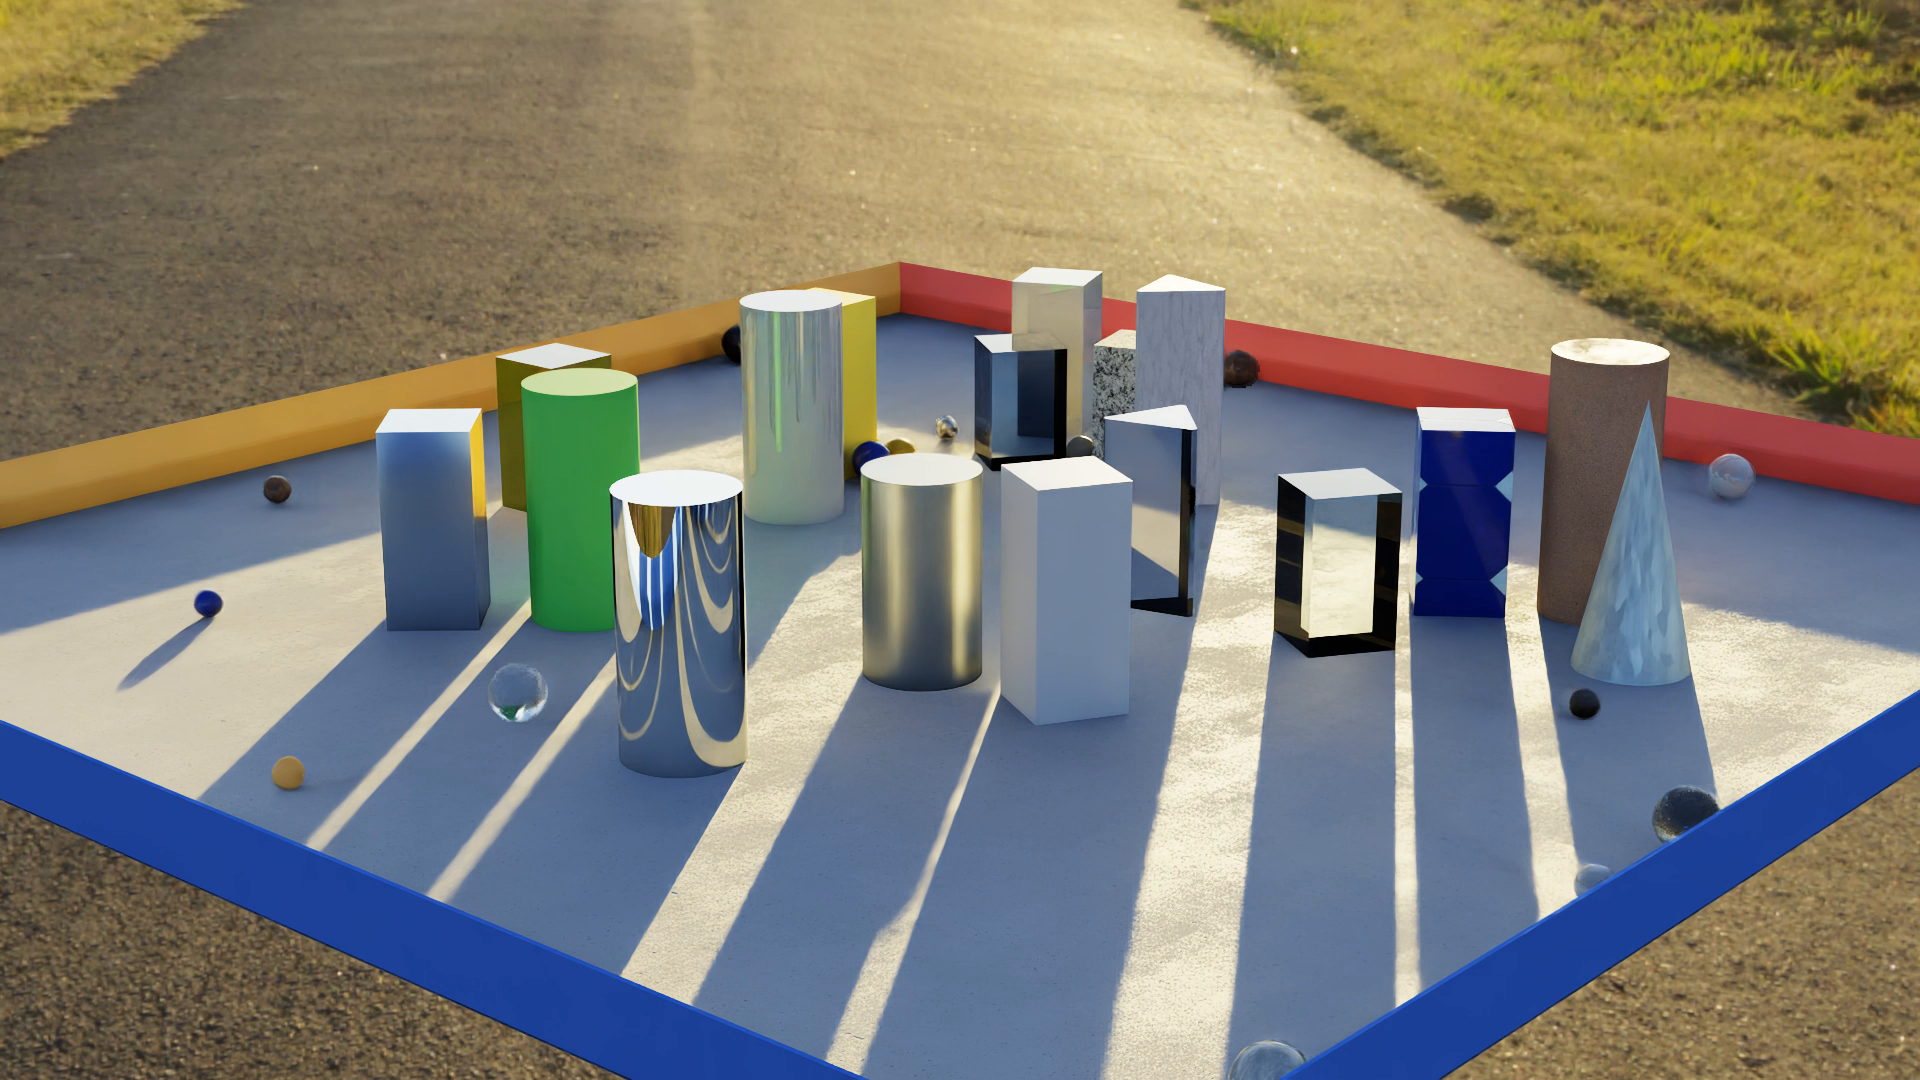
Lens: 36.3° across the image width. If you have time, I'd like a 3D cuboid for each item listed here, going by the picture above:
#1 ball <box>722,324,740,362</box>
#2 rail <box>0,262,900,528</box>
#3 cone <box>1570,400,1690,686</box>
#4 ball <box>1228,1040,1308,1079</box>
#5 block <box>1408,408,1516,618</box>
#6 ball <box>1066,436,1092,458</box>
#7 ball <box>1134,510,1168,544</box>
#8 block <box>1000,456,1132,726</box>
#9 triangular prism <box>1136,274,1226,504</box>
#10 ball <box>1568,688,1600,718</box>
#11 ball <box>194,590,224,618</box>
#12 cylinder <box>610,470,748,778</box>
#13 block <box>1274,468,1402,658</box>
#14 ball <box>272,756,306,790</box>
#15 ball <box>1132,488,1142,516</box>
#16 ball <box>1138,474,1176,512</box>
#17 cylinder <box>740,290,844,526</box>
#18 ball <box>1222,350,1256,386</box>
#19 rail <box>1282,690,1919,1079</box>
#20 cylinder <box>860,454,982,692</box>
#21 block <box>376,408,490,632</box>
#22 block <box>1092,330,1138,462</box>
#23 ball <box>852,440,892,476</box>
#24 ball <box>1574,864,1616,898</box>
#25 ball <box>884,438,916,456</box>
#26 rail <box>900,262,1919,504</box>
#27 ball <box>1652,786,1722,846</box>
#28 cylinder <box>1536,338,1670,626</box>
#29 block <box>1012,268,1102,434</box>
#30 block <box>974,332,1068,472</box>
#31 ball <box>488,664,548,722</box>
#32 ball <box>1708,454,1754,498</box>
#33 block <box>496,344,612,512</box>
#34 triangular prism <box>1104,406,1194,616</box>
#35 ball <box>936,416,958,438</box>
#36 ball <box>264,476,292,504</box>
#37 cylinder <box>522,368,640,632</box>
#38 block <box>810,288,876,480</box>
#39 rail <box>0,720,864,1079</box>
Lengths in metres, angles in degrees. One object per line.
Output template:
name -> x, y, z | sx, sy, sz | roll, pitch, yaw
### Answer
ball -> -0.508, -0.457, 6.807 | 0.089, 0.089, 0.089 | 0, 17, 0
rail -> -1.207, -0.271, 6.124 | 0.045, 0.126, 3.276 | 14, 22, 39
cone -> 1.090, -0.009, 4.703 | 0.193, 0.447, 0.193 | 0, 17, 0
ball -> 0.347, 0.606, 3.273 | 0.095, 0.095, 0.095 | 0, 17, 0
block -> 0.860, -0.048, 5.037 | 0.155, 0.328, 0.155 | 1, 17, 5
ball -> 0.245, -0.179, 5.933 | 0.062, 0.062, 0.062 | 0, 17, 0
ball -> 0.354, -0.024, 5.415 | 0.064, 0.064, 0.064 | 0, 17, 0
block -> 0.163, 0.077, 4.542 | 0.155, 0.375, 0.155 | -6, 18, -19
triangular prism -> 0.413, -0.291, 5.679 | 0.167, 0.423, 0.145 | -2, 17, -5
ball -> 0.964, 0.253, 4.527 | 0.047, 0.047, 0.047 | 0, 17, 0
ball -> -1.282, 0.108, 5.003 | 0.048, 0.048, 0.048 | 0, 17, 0
cylinder -> -0.412, 0.122, 4.322 | 0.193, 0.415, 0.193 | 0, 17, 0
block -> 0.624, 0.037, 4.855 | 0.155, 0.271, 0.155 | -5, 17, -15
ball -> -0.972, 0.337, 4.246 | 0.048, 0.048, 0.048 | 0, 17, 0
ball -> 0.321, -0.072, 5.591 | 0.055, 0.055, 0.055 | 0, 17, 0
ball -> 0.376, -0.090, 5.617 | 0.074, 0.074, 0.074 | 0, 17, 0
cylinder -> -0.318, -0.253, 5.571 | 0.193, 0.412, 0.193 | 0, 17, 0
ball -> 0.625, -0.385, 6.579 | 0.082, 0.082, 0.082 | 0, 17, 0
rail -> 1.207, 0.334, 4.117 | 0.045, 0.126, 3.276 | 14, 22, 39
cylinder -> -0.061, 0.050, 4.692 | 0.193, 0.340, 0.193 | 0, 17, 0
block -> -0.889, -0.035, 4.963 | 0.155, 0.346, 0.155 | 0, 17, -2
block -> 0.368, -0.277, 5.916 | 0.155, 0.258, 0.155 | 7, 18, 22
ball -> -0.175, -0.157, 5.827 | 0.080, 0.080, 0.080 | 0, 17, 0
ball -> 0.833, 0.453, 3.843 | 0.058, 0.058, 0.058 | 0, 17, 0
ball -> -0.124, -0.169, 5.881 | 0.072, 0.072, 0.072 | 0, 17, 0
rail -> 1.058, -0.321, 6.287 | 3.245, 0.126, 0.045 | 14, 22, 39
ball -> 0.995, 0.384, 4.011 | 0.094, 0.094, 0.094 | 0, 17, 0
cylinder -> 1.089, -0.097, 4.977 | 0.193, 0.457, 0.193 | 0, 17, 0
block -> 0.206, -0.403, 6.226 | 0.155, 0.320, 0.155 | 5, 18, 17
block -> 0.122, -0.282, 5.956 | 0.155, 0.245, 0.155 | -4, 17, -12
ball -> -0.681, 0.235, 4.509 | 0.091, 0.091, 0.091 | 0, 17, 0
ball -> 1.499, -0.124, 5.706 | 0.088, 0.088, 0.088 | 0, 17, 0
block -> -0.775, -0.210, 5.629 | 0.155, 0.295, 0.155 | 14, 21, 38
triangular prism -> 0.353, -0.057, 5.062 | 0.167, 0.331, 0.145 | 9, 19, 26
ball -> -0.026, -0.236, 6.147 | 0.046, 0.046, 0.046 | 0, 17, 0
ball -> -1.322, -0.098, 5.679 | 0.054, 0.054, 0.054 | 0, 17, 0
cylinder -> -0.637, -0.069, 4.964 | 0.193, 0.410, 0.193 | 0, 17, 0
block -> -0.276, -0.309, 5.856 | 0.155, 0.353, 0.155 | 12, 21, 35
rail -> -1.058, 0.384, 3.953 | 3.245, 0.126, 0.045 | 14, 22, 39
